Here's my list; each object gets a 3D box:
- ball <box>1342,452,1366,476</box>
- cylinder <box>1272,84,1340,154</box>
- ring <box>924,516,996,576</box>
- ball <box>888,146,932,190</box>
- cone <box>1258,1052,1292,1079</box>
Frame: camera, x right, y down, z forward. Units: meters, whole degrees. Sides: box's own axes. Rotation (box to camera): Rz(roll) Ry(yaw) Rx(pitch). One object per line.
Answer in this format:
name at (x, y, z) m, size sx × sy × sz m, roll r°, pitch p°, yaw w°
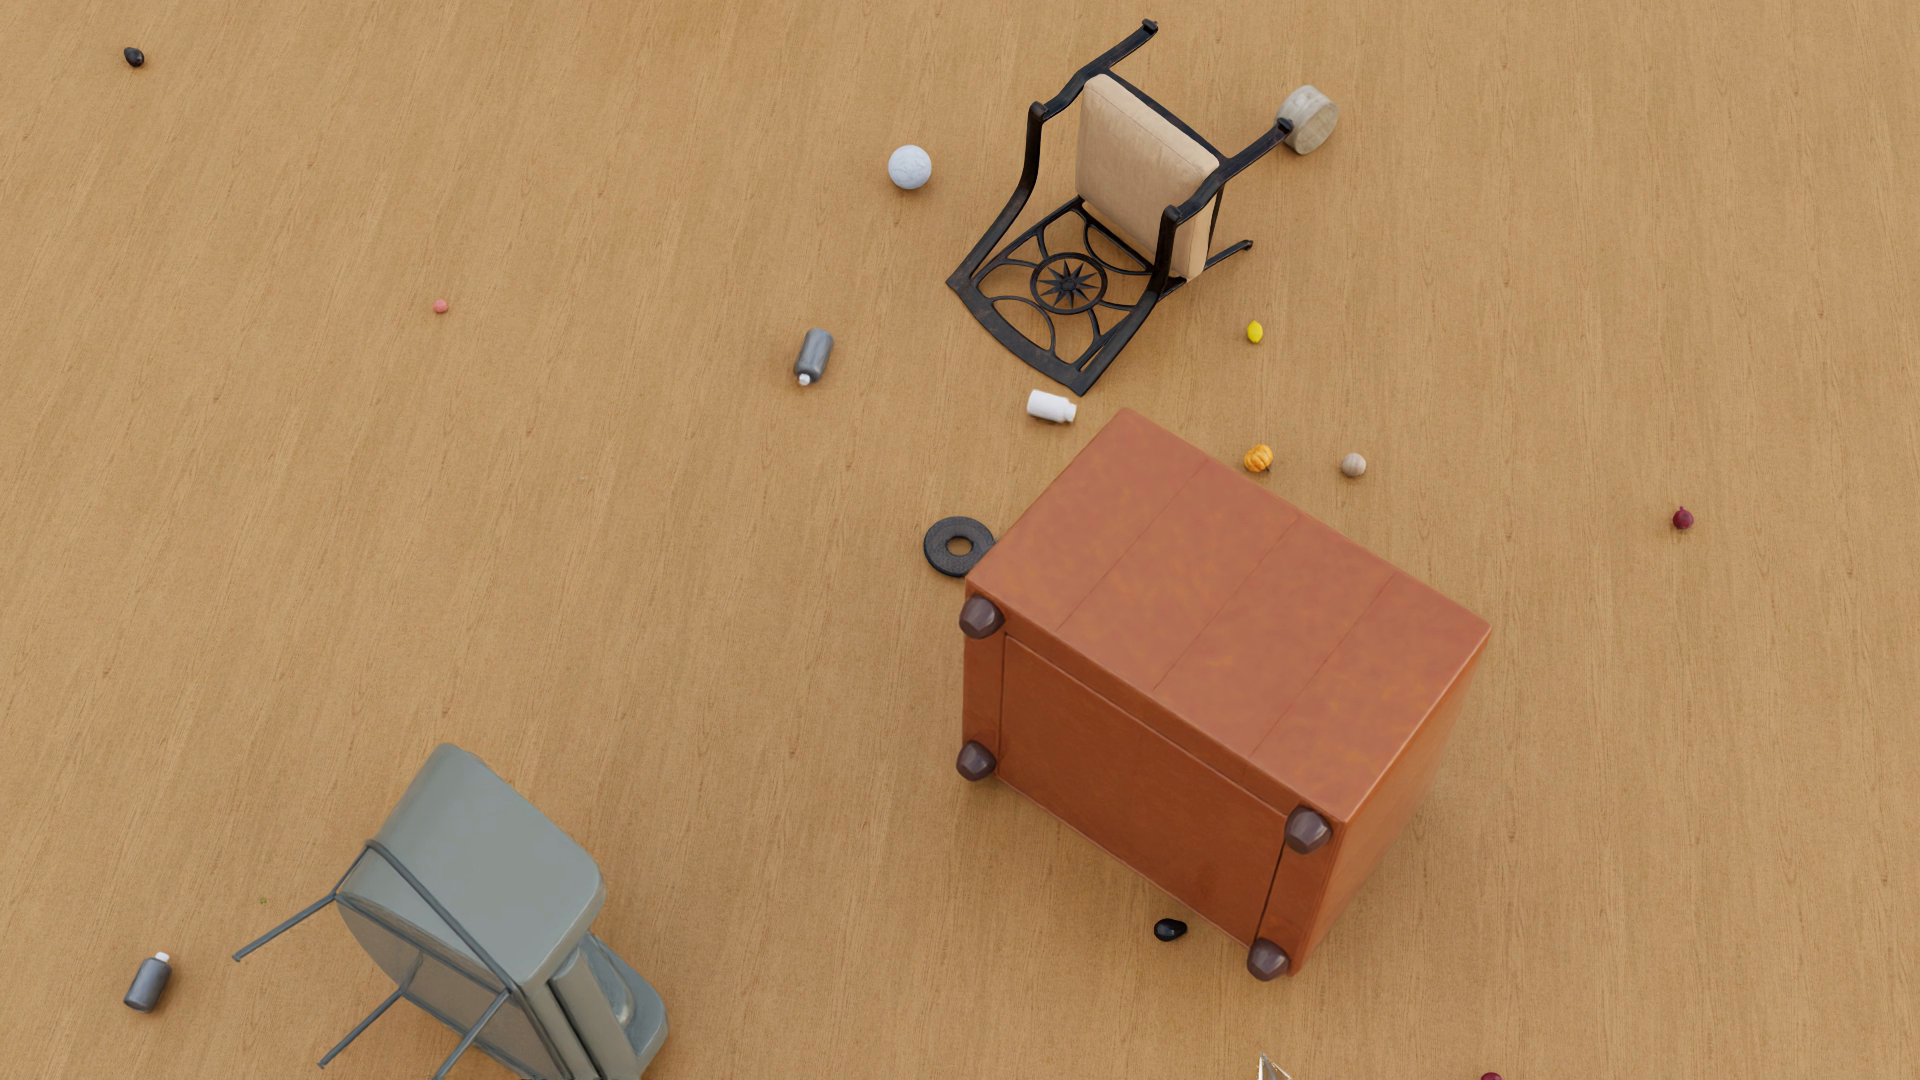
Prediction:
ball at (1.196, -0.229, 6.683) m, size 0.074 × 0.074 × 0.074 m, roll 0°, pitch 56°, yaw 0°
cylinder at (1.164, -1.414, 7.398) m, size 0.201 × 0.210 × 0.109 m, roll -47°, pitch 64°, yaw 5°
ring at (-0.002, 0.019, 6.532) m, size 0.212 × 0.048 × 0.219 m, roll -37°, pitch 63°, yaw -23°
ball at (-0.166, -1.241, 7.319) m, size 0.146 × 0.146 × 0.146 m, roll 0°, pitch 56°, yaw 0°
cone at (0.797, 1.369, 5.634) m, size 0.134 × 0.073 × 0.146 m, roll -9°, pitch 43°, yaw -11°
